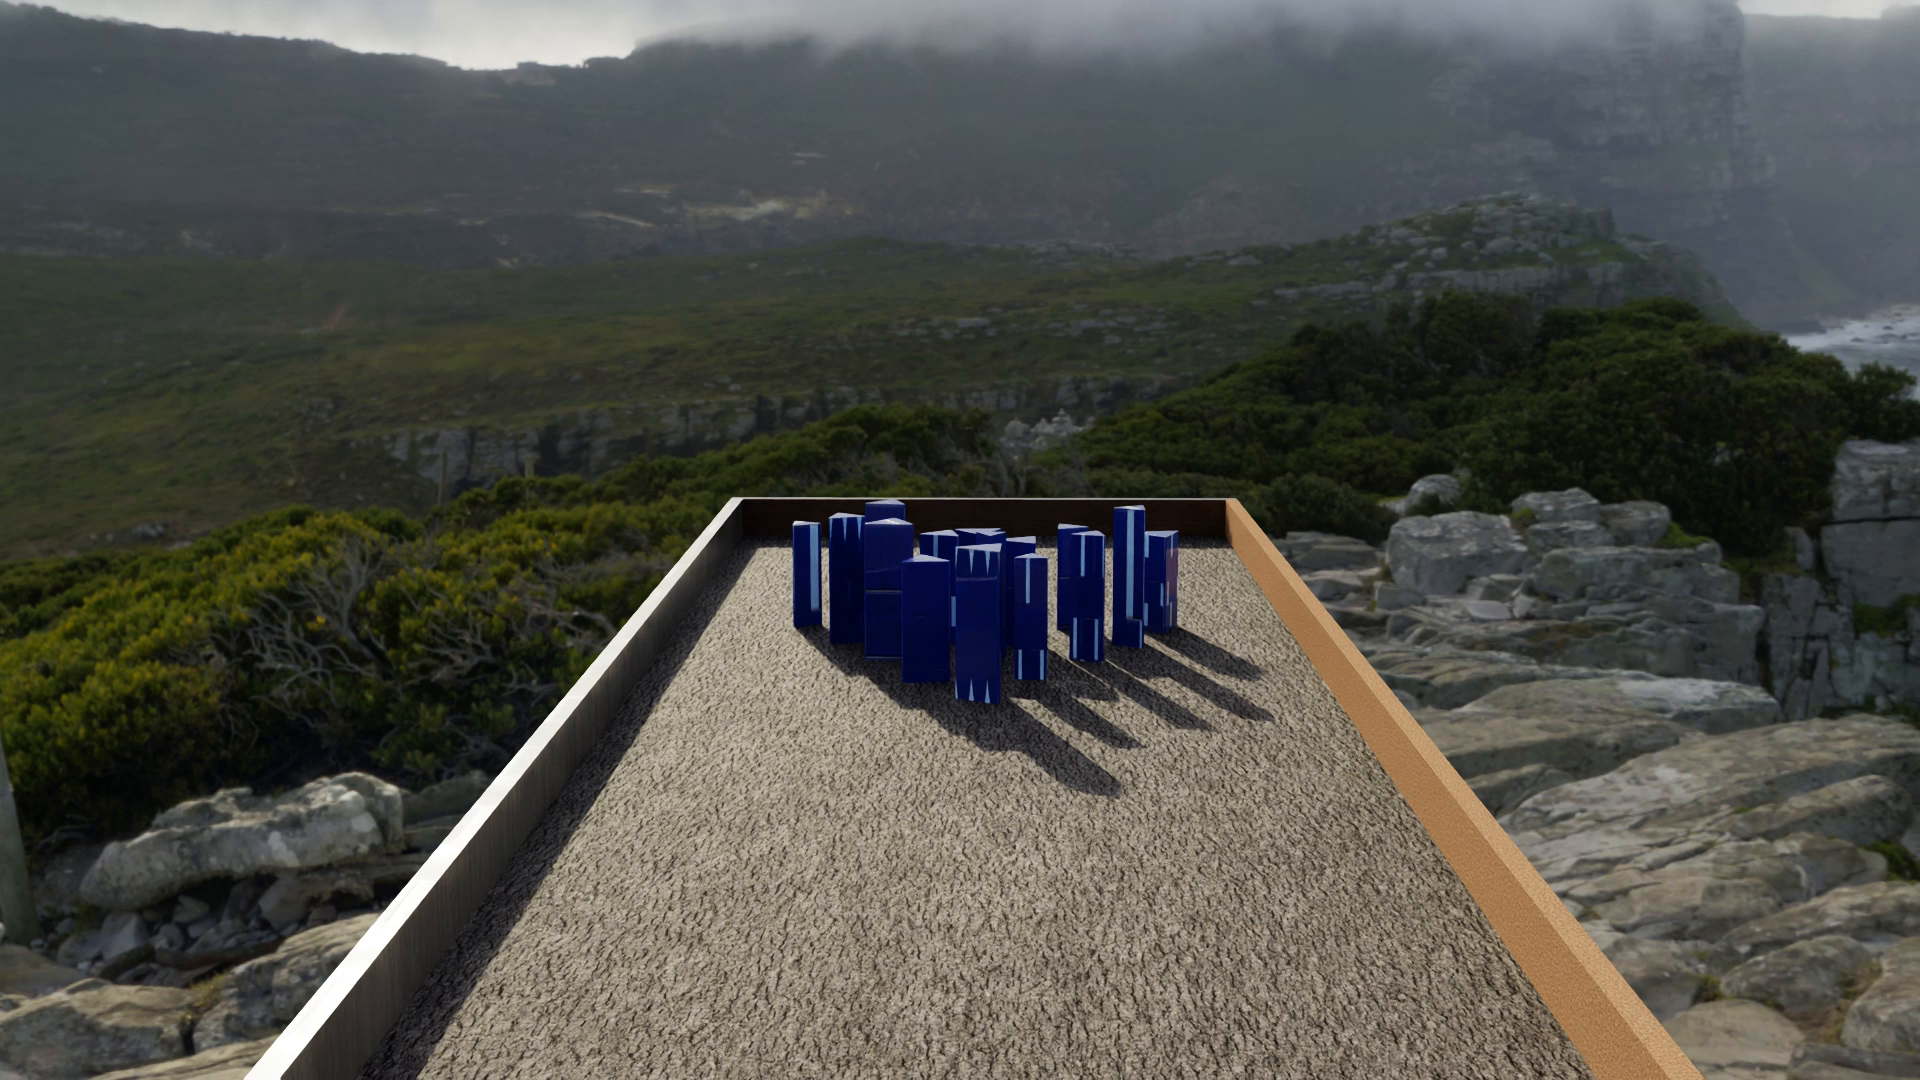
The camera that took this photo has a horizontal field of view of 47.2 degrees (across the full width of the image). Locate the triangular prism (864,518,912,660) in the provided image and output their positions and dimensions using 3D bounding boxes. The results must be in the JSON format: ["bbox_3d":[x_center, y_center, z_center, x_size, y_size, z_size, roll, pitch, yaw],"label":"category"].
[{"bbox_3d":[-0.209,0.149,6.727,0.148,0.420,0.128,1,9,6],"label":"triangular prism"}]

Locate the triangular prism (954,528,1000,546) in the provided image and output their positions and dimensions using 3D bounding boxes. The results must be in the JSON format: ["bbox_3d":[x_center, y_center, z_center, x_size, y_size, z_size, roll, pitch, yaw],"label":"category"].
[{"bbox_3d":[0.080,0.122,7.237,0.131,0.313,0.151,-6,11,-35],"label":"triangular prism"}]

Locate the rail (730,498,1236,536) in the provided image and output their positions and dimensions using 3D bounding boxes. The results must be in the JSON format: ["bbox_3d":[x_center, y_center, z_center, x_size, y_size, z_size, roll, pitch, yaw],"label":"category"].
[{"bbox_3d":[0.099,-0.098,9.147,2.100,0.150,0.050,0,9,1],"label":"rail"}]

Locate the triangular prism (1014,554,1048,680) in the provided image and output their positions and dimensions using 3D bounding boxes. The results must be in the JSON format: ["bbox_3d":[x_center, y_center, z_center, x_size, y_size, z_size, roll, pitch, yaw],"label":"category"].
[{"bbox_3d":[0.209,0.223,6.449,0.096,0.361,0.083,1,9,4],"label":"triangular prism"}]

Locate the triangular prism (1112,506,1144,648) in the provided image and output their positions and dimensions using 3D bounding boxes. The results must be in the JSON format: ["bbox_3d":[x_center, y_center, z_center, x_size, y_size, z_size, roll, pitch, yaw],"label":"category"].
[{"bbox_3d":[0.550,0.112,6.912,0.109,0.436,0.094,5,10,31],"label":"triangular prism"}]

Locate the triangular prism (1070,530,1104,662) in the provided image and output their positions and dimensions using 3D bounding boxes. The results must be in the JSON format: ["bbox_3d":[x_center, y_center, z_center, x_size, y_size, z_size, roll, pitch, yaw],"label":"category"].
[{"bbox_3d":[0.401,0.170,6.699,0.110,0.388,0.095,3,10,21],"label":"triangular prism"}]

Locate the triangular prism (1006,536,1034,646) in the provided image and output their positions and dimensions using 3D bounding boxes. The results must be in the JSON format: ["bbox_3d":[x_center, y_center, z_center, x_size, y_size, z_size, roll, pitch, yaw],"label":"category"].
[{"bbox_3d":[0.203,0.160,6.935,0.139,0.332,0.121,6,11,31],"label":"triangular prism"}]

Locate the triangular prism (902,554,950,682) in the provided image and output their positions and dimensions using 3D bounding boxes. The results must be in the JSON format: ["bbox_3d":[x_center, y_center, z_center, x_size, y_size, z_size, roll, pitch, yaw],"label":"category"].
[{"bbox_3d":[-0.104,0.228,6.431,0.139,0.356,0.120,-1,9,-5],"label":"triangular prism"}]

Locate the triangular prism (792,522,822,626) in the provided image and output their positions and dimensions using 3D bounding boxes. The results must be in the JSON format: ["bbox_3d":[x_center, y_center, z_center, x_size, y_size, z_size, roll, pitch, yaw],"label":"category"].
[{"bbox_3d":[-0.521,0.109,7.245,0.102,0.337,0.088,-5,10,-29],"label":"triangular prism"}]

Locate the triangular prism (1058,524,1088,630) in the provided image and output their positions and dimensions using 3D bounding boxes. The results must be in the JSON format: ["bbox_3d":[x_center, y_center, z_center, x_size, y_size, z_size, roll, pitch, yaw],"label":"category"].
[{"bbox_3d":[0.349,0.118,7.206,0.111,0.332,0.096,-4,10,-25],"label":"triangular prism"}]

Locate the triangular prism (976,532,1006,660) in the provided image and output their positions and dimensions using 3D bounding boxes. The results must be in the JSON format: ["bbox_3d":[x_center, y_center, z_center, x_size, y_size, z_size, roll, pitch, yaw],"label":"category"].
[{"bbox_3d":[0.082,0.170,6.688,0.079,0.390,0.091,6,11,32],"label":"triangular prism"}]

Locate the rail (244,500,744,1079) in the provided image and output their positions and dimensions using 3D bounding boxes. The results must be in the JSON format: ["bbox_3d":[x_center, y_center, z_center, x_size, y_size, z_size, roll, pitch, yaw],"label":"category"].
[{"bbox_3d":[-1.004,0.839,3.234,0.050,0.150,12.000,0,9,1],"label":"rail"}]

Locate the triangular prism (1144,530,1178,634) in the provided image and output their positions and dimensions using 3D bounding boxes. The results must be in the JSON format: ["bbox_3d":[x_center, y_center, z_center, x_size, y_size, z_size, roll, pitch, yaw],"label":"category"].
[{"bbox_3d":[0.661,0.131,7.175,0.131,0.315,0.151,-7,12,-38],"label":"triangular prism"}]

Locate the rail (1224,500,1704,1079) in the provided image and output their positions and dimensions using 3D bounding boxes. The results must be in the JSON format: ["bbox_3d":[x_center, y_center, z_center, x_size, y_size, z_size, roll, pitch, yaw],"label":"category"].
[{"bbox_3d":[1.046,0.843,3.208,0.050,0.150,12.000,0,9,1],"label":"rail"}]

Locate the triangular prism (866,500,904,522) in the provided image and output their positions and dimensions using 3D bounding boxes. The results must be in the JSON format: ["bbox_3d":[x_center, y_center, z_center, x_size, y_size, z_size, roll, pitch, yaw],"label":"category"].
[{"bbox_3d":[-0.230,0.079,7.188,0.131,0.414,0.114,2,9,12],"label":"triangular prism"}]

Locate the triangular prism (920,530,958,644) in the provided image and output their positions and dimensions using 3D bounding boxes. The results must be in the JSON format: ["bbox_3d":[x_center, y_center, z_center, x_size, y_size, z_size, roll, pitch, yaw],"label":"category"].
[{"bbox_3d":[-0.048,0.146,6.987,0.129,0.345,0.112,3,10,19],"label":"triangular prism"}]

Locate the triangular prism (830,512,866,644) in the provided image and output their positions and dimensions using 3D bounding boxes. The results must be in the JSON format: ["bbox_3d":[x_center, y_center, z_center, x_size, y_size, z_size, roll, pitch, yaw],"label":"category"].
[{"bbox_3d":[-0.370,0.119,6.976,0.119,0.402,0.103,-3,10,-19],"label":"triangular prism"}]

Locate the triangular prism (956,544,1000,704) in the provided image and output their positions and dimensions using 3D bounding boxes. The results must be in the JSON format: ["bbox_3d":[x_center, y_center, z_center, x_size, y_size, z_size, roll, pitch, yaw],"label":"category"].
[{"bbox_3d":[0.081,0.230,6.181,0.143,0.431,0.124,6,11,33],"label":"triangular prism"}]
